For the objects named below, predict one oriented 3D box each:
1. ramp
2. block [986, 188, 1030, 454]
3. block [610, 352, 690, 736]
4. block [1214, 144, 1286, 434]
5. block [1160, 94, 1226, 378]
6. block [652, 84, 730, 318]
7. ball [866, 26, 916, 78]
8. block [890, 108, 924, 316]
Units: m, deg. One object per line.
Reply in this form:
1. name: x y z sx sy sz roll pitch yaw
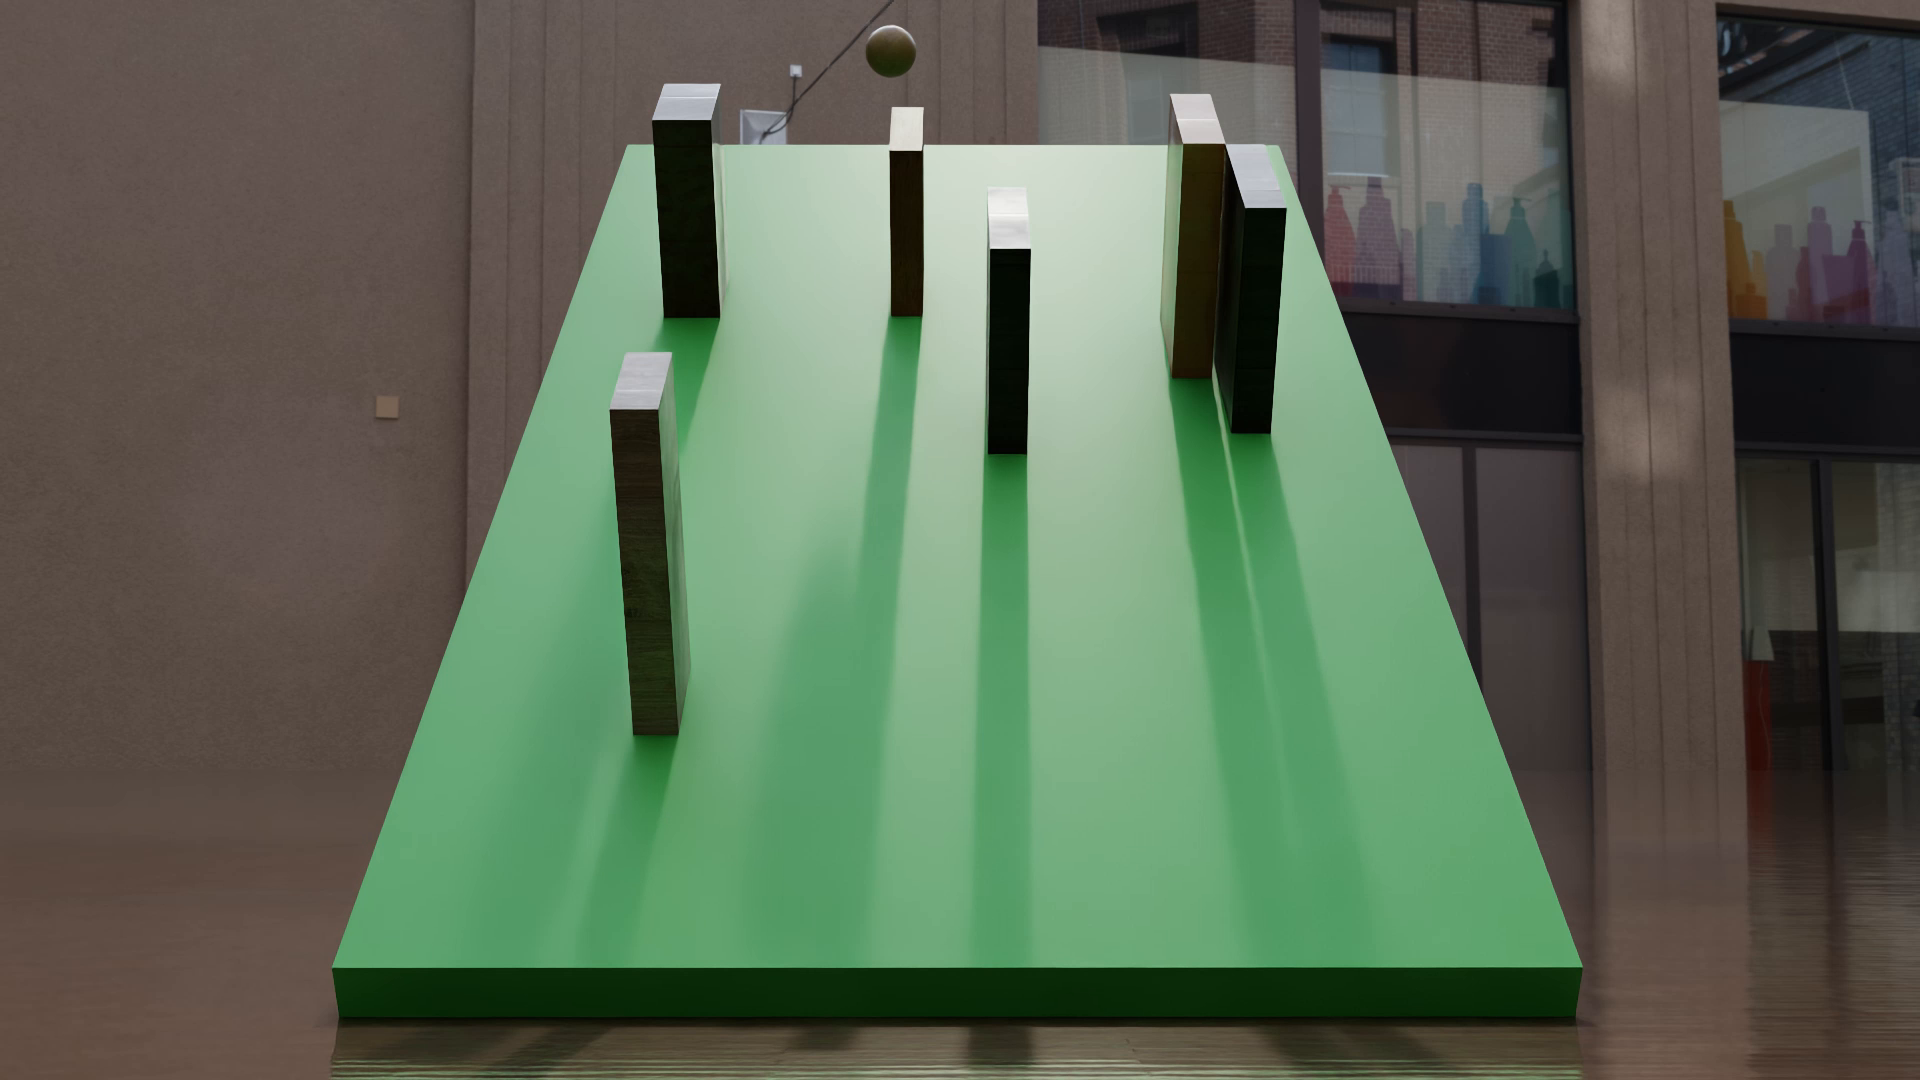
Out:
1. ramp: -0.012 -0.221 5.606 2.000 0.100 4.000 0 28 0
2. block: 0.109 -0.508 5.507 0.089 0.500 0.389 0 28 0
3. block: -0.562 0.011 4.366 0.084 0.664 0.242 0 28 0
4. block: 0.676 -0.593 5.611 0.092 0.554 0.427 0 28 0
5. block: 0.565 -0.745 5.848 0.098 0.596 0.371 0 28 0
6. block: -0.689 -0.873 6.151 0.145 0.528 0.293 0 28 0
7. ball: -0.212 -1.494 7.309 0.157 0.157 0.157 0 -5 0
8. block: -0.137 -0.854 6.204 0.082 0.446 0.341 0 28 0
